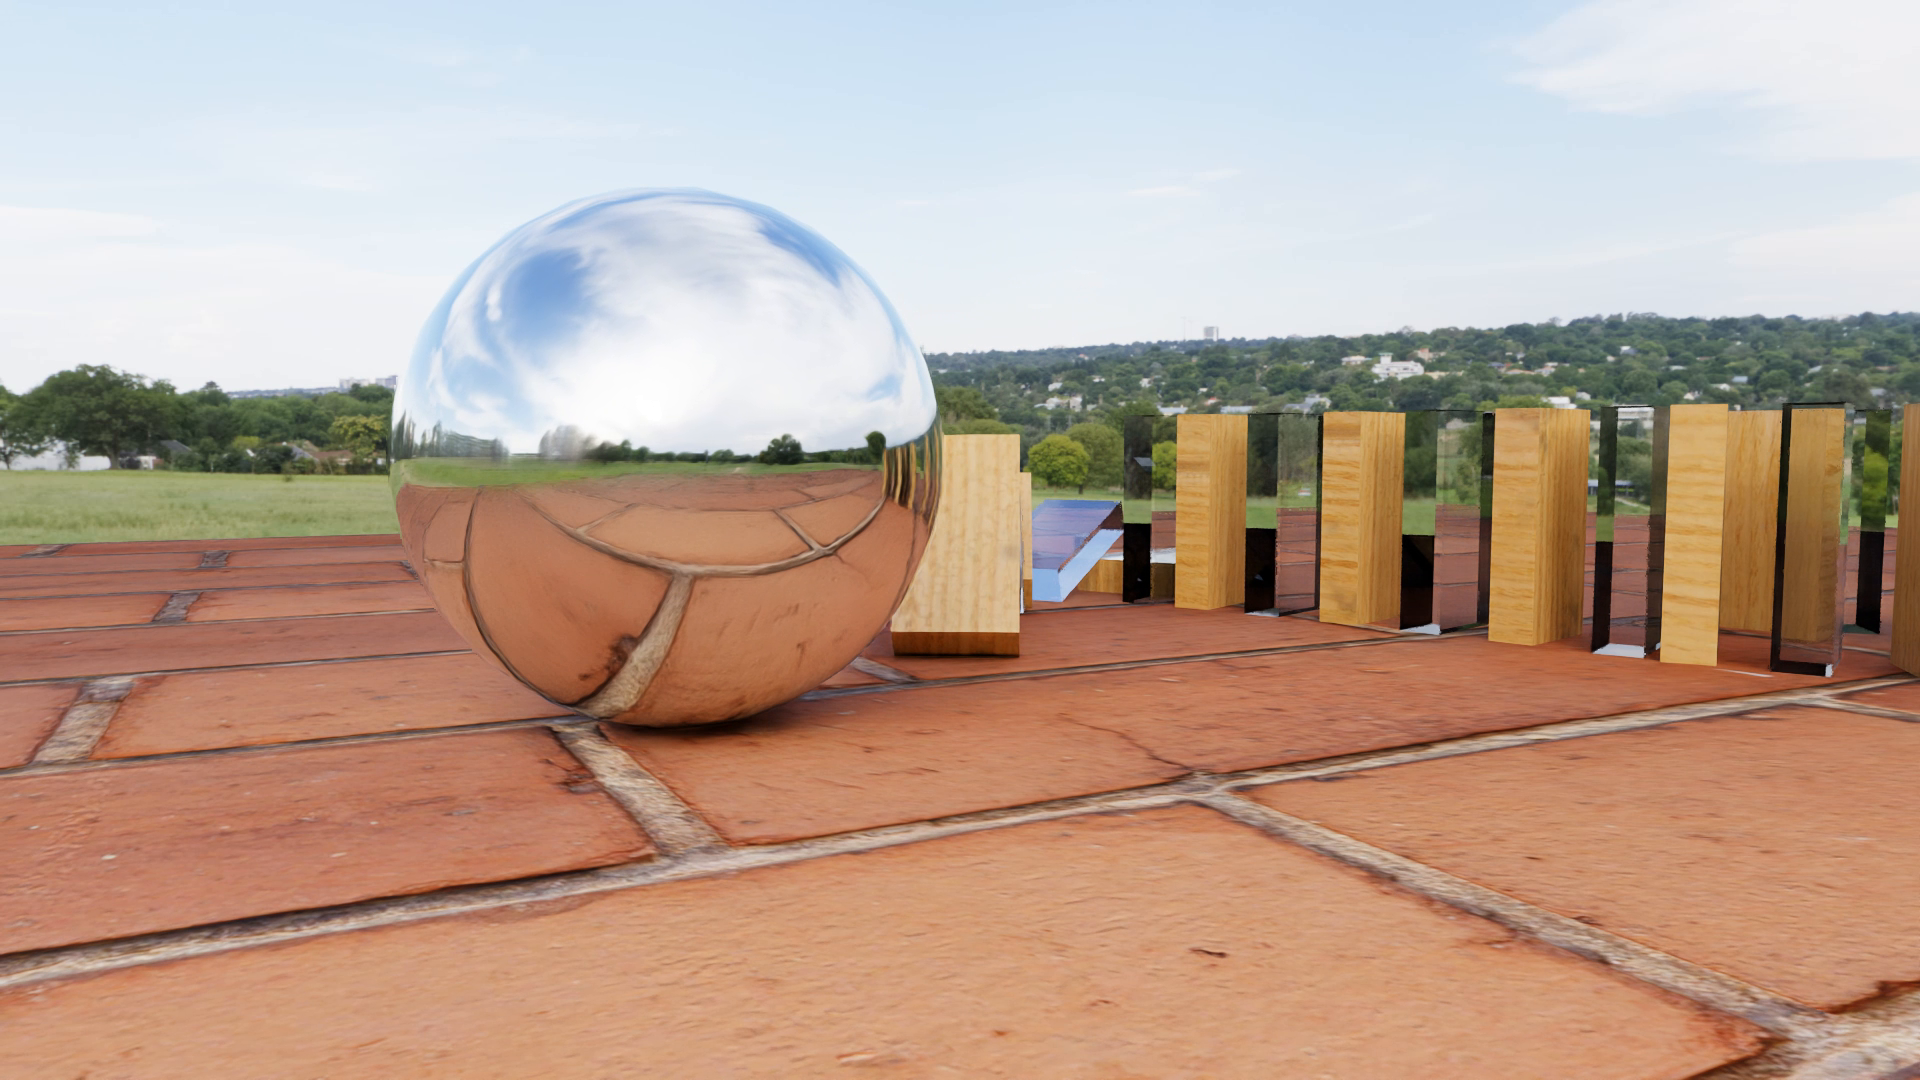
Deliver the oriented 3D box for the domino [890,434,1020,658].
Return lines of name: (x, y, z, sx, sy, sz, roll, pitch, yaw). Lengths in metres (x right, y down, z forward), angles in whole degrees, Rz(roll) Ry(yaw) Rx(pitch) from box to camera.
domino: (0.000, 0.000, 0.267, 0.025, 0.050, 0.009, 0, -35, 3)

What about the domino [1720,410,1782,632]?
domino: (0.186, -0.005, 0.294, 0.009, 0.050, 0.025, -3, 5, -38)

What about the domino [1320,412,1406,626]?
domino: (0.098, -0.006, 0.311, 0.009, 0.050, 0.025, 4, 6, 45)

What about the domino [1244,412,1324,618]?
domino: (0.083, -0.007, 0.326, 0.009, 0.050, 0.025, 4, 6, 43)

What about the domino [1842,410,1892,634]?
domino: (0.205, -0.005, 0.298, 0.009, 0.050, 0.025, 1, 5, 19)

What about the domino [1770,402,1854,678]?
domino: (0.163, -0.001, 0.245, 0.010, 0.050, 0.025, 3, 5, 38)

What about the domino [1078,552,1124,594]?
domino: (0.059, 0.009, 0.386, 0.025, 0.009, 0.050, 3, 5, 37)

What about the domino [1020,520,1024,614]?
domino: (0.003, -0.003, 0.333, 0.025, 0.009, 0.050, -1, 48, 1)

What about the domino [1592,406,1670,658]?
domino: (0.140, -0.002, 0.266, 0.010, 0.050, 0.025, 3, 5, 38)

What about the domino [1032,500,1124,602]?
domino: (0.027, 0.002, 0.370, 0.025, 0.009, 0.050, 2, 24, 28)

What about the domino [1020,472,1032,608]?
domino: (0.007, -0.001, 0.350, 0.025, 0.009, 0.050, 0, 36, 3)

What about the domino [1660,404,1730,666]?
domino: (0.147, -0.002, 0.257, 0.010, 0.050, 0.025, 3, 5, 31)

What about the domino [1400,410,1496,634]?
domino: (0.113, -0.005, 0.296, 0.025, 0.050, 0.009, -4, 6, -42)

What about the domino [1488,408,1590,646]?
domino: (0.127, -0.004, 0.281, 0.025, 0.050, 0.009, -4, 6, -42)

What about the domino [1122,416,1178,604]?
domino: (0.055, -0.009, 0.350, 0.009, 0.050, 0.025, 3, 5, 38)

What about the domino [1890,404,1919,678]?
domino: (0.181, 0.000, 0.234, 0.009, 0.050, 0.025, 2, 5, 21)

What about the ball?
ball: (-0.042, -0.012, 0.193, 0.080, 0.080, 0.080, 0, 4, 0)

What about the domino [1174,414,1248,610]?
domino: (0.068, -0.008, 0.340, 0.009, 0.050, 0.025, 3, 5, 39)
